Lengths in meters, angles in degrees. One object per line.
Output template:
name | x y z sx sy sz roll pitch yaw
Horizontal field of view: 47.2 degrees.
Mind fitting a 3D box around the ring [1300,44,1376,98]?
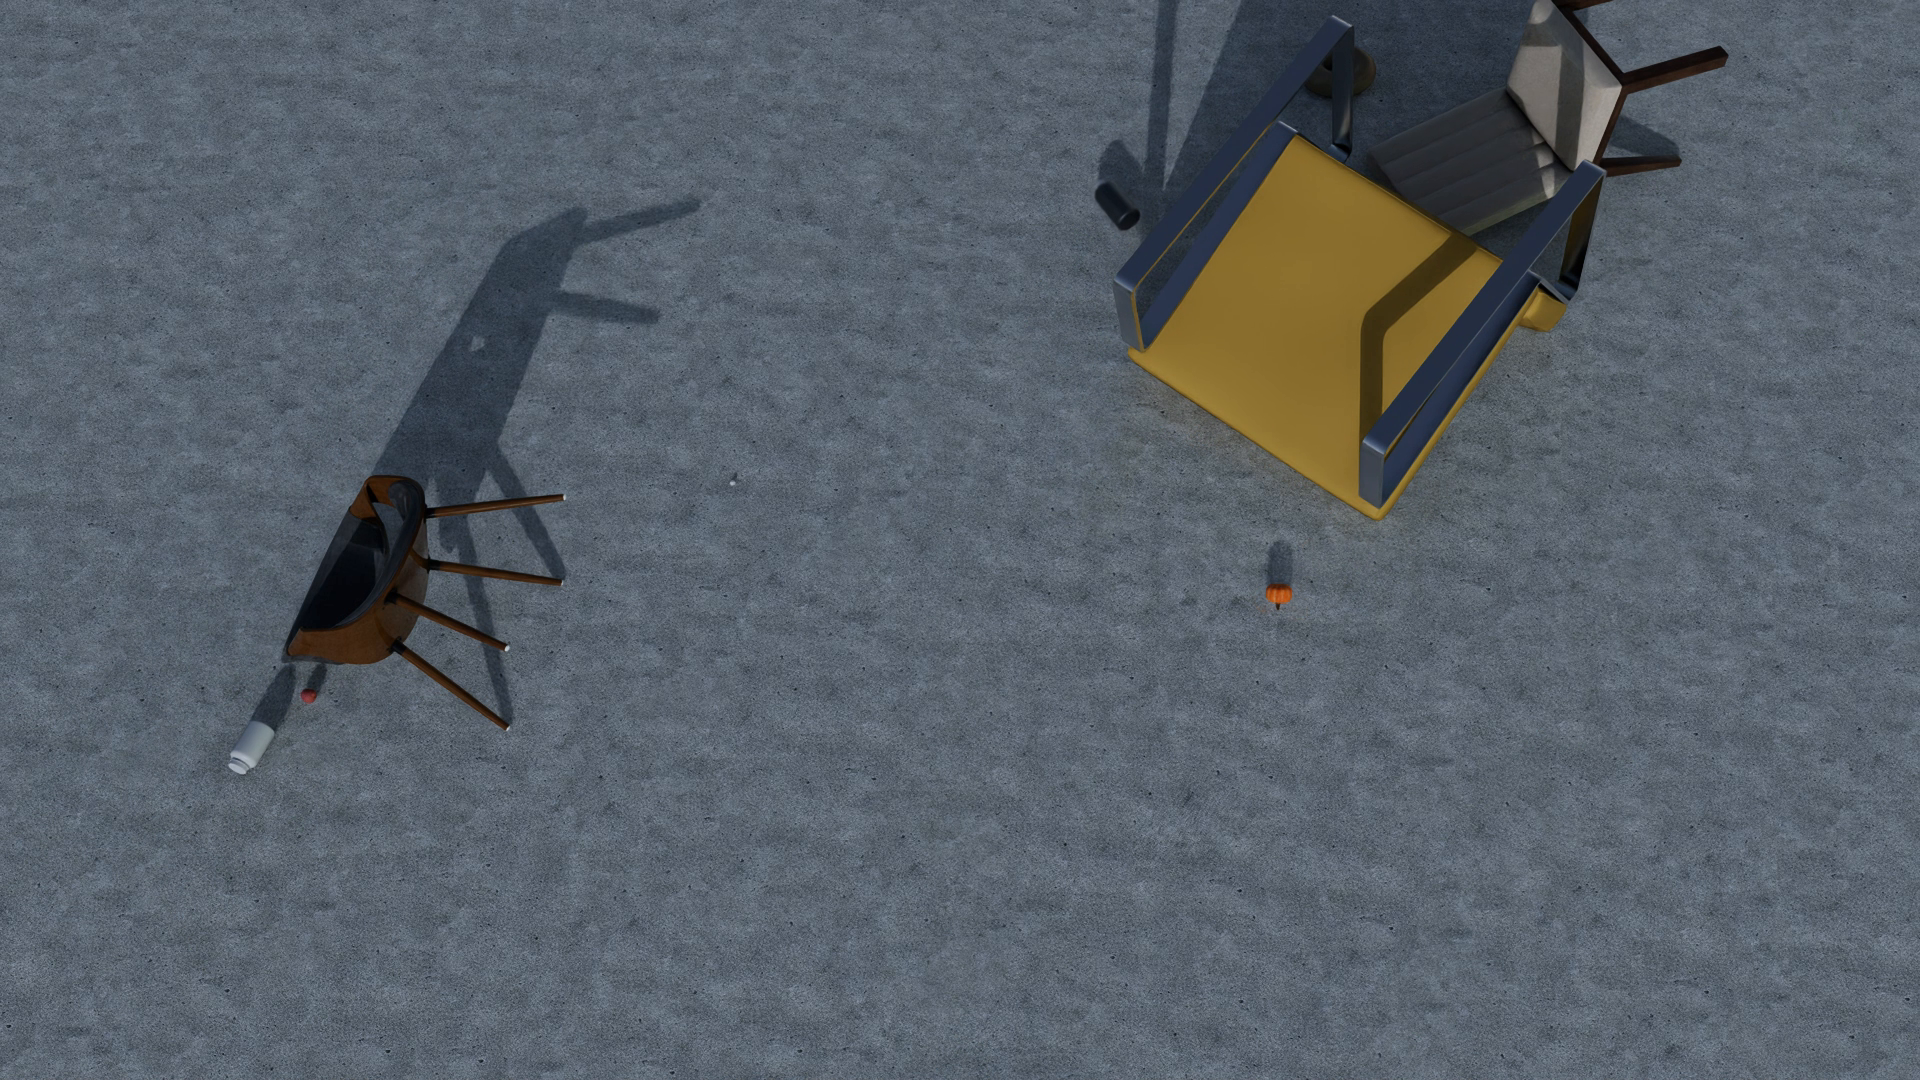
ring | 1.305 -1.623 7.604 0.268 0.101 0.213 -3 57 -3
